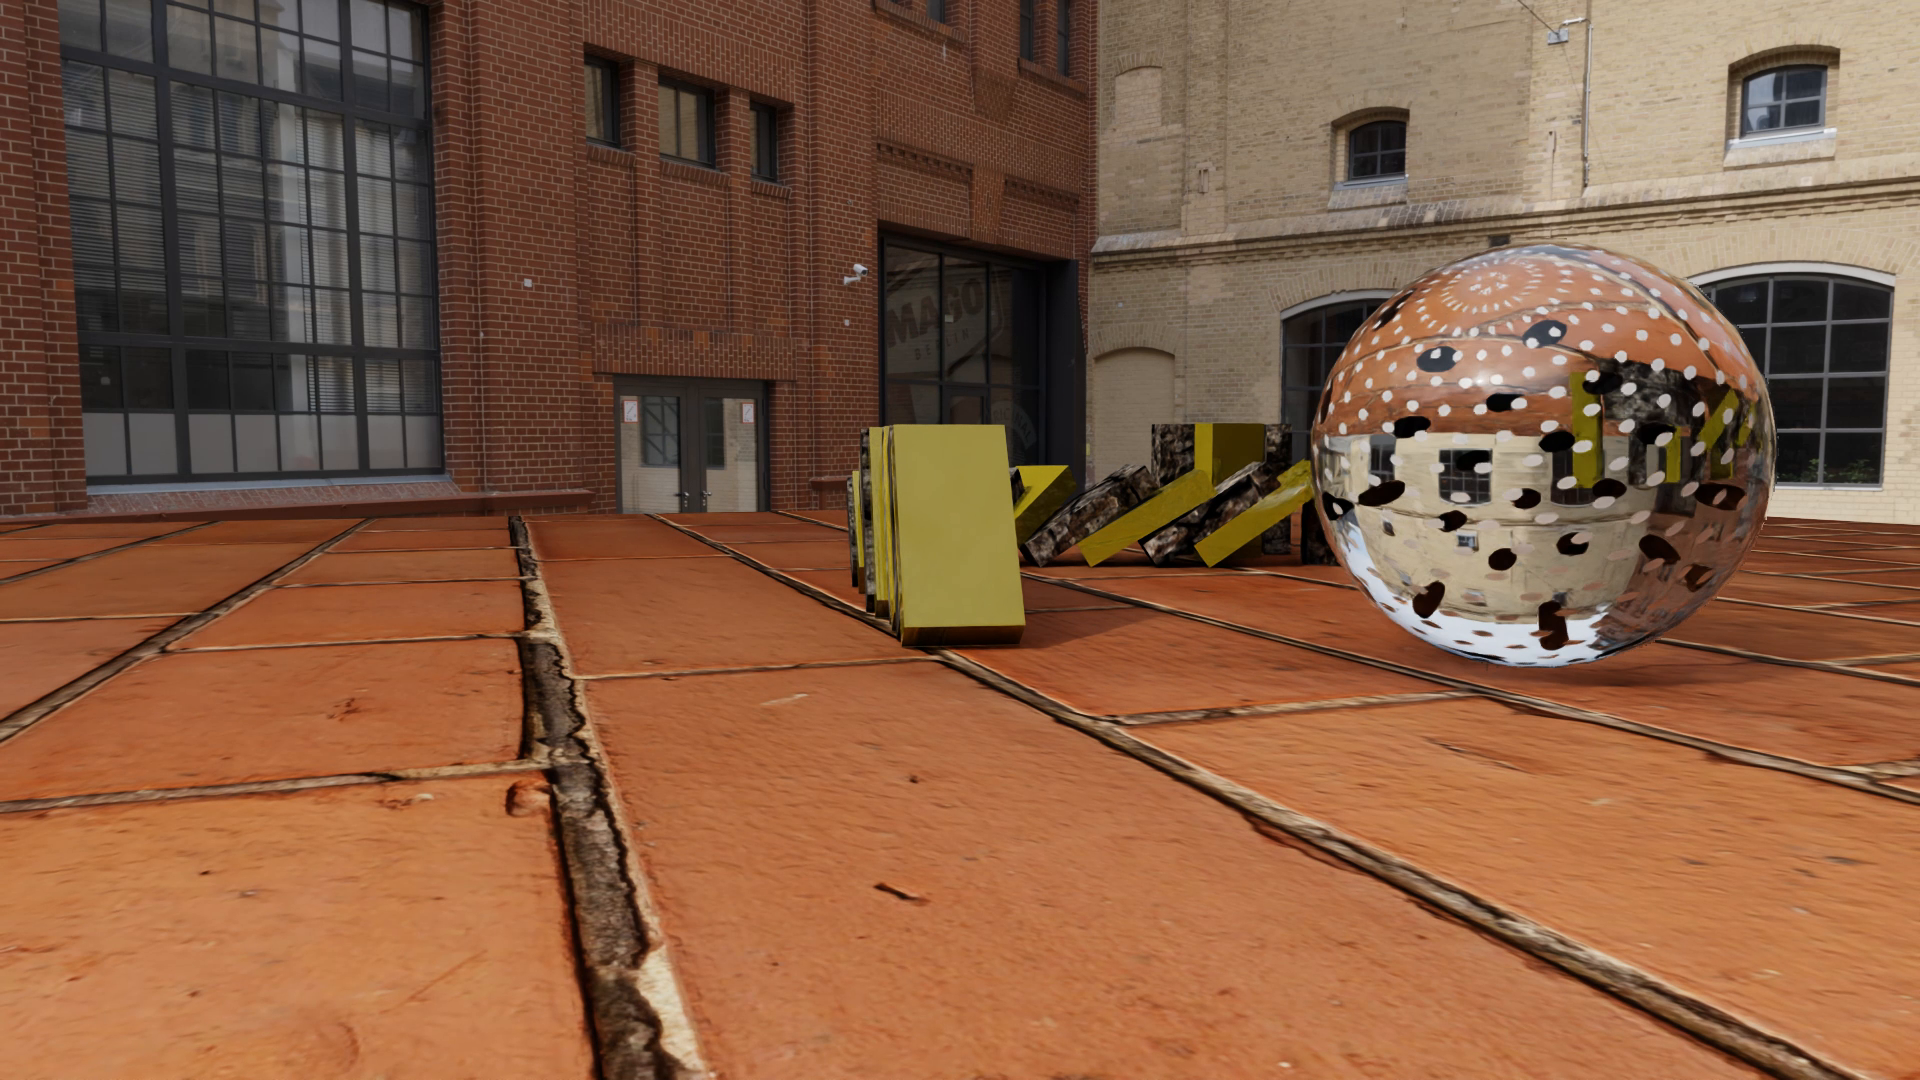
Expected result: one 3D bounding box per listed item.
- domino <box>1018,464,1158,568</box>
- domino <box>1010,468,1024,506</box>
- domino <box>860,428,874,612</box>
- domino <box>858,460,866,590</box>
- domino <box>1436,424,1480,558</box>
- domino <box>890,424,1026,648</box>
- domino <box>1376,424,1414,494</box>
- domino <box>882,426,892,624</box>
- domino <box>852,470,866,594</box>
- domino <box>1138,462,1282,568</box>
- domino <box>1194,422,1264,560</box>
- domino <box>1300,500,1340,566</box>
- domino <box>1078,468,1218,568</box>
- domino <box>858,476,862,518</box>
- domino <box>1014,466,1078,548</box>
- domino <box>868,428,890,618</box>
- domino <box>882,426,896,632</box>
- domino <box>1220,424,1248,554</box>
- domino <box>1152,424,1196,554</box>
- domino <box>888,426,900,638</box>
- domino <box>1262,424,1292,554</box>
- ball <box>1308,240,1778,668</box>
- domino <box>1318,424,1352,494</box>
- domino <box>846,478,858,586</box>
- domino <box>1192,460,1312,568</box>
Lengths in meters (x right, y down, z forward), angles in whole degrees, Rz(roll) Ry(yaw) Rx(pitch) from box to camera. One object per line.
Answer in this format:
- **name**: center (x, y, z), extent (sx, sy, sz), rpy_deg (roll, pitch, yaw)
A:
- **domino**: center (0.044, -0.009, 0.456), extent (0.050, 0.009, 0.025), rpy_deg (-33, 8, -5)
- **domino**: center (0.000, -0.008, 0.445), extent (0.025, 0.009, 0.050), rpy_deg (2, 35, 31)
- **domino**: center (-0.013, -0.006, 0.335), extent (0.025, 0.050, 0.010), rpy_deg (-1, -30, -7)
- **domino**: center (-0.014, -0.005, 0.349), extent (0.025, 0.050, 0.009), rpy_deg (-1, -38, -7)
- **domino**: center (0.190, -0.019, 0.491), extent (0.010, 0.050, 0.025), rpy_deg (1, 4, 9)
- **domino**: center (-0.001, -0.002, 0.279), extent (0.025, 0.050, 0.009), rpy_deg (-1, -30, -7)
- **domino**: center (0.167, -0.020, 0.495), extent (0.009, 0.050, 0.025), rpy_deg (1, 4, 11)
- **domino**: center (-0.006, -0.004, 0.313), extent (0.025, 0.050, 0.009), rpy_deg (-1, -30, -7)
- **domino**: center (-0.019, -0.003, 0.383), extent (0.025, 0.009, 0.050), rpy_deg (-1, 36, -7)
- **domino**: center (0.087, -0.009, 0.450), extent (0.050, 0.009, 0.025), rpy_deg (-34, 2, 5)
- **domino**: center (0.100, -0.018, 0.475), extent (0.025, 0.050, 0.010), rpy_deg (-3, 5, -31)
- **domino**: center (0.147, -0.004, 0.453), extent (0.050, 0.025, 0.010), rpy_deg (0, 4, 2)
- **domino**: center (0.065, -0.008, 0.452), extent (0.050, 0.009, 0.025), rpy_deg (-30, 2, 5)
- **domino**: center (-0.015, -0.004, 0.366), extent (0.025, 0.010, 0.050), rpy_deg (-1, 41, -7)
- **domino**: center (0.017, -0.009, 0.458), extent (0.025, 0.010, 0.050), rpy_deg (3, 37, 43)
- **domino**: center (-0.010, -0.005, 0.324), extent (0.025, 0.050, 0.010), rpy_deg (-1, -30, -7)
- **domino**: center (-0.004, -0.003, 0.301), extent (0.025, 0.050, 0.010), rpy_deg (-1, -30, -7)
- **domino**: center (0.103, -0.020, 0.505), extent (0.009, 0.050, 0.025), rpy_deg (-1, 4, -13)
- **domino**: center (0.087, -0.020, 0.496), extent (0.025, 0.050, 0.009), rpy_deg (-1, 4, -13)
- **domino**: center (-0.003, -0.003, 0.290), extent (0.025, 0.050, 0.009), rpy_deg (-1, -30, -7)
- **domino**: center (0.124, -0.020, 0.503), extent (0.009, 0.050, 0.025), rpy_deg (1, 4, 7)
- **ball**: center (0.108, -0.016, 0.243), extent (0.080, 0.080, 0.080), rpy_deg (0, 4, 0)
- **domino**: center (0.146, -0.020, 0.499), extent (0.010, 0.050, 0.025), rpy_deg (1, 4, 10)
- **domino**: center (-0.022, -0.003, 0.402), extent (0.025, 0.010, 0.050), rpy_deg (-1, 32, -7)
- **domino**: center (0.104, -0.010, 0.449), extent (0.050, 0.009, 0.025), rpy_deg (-35, 2, 7)
